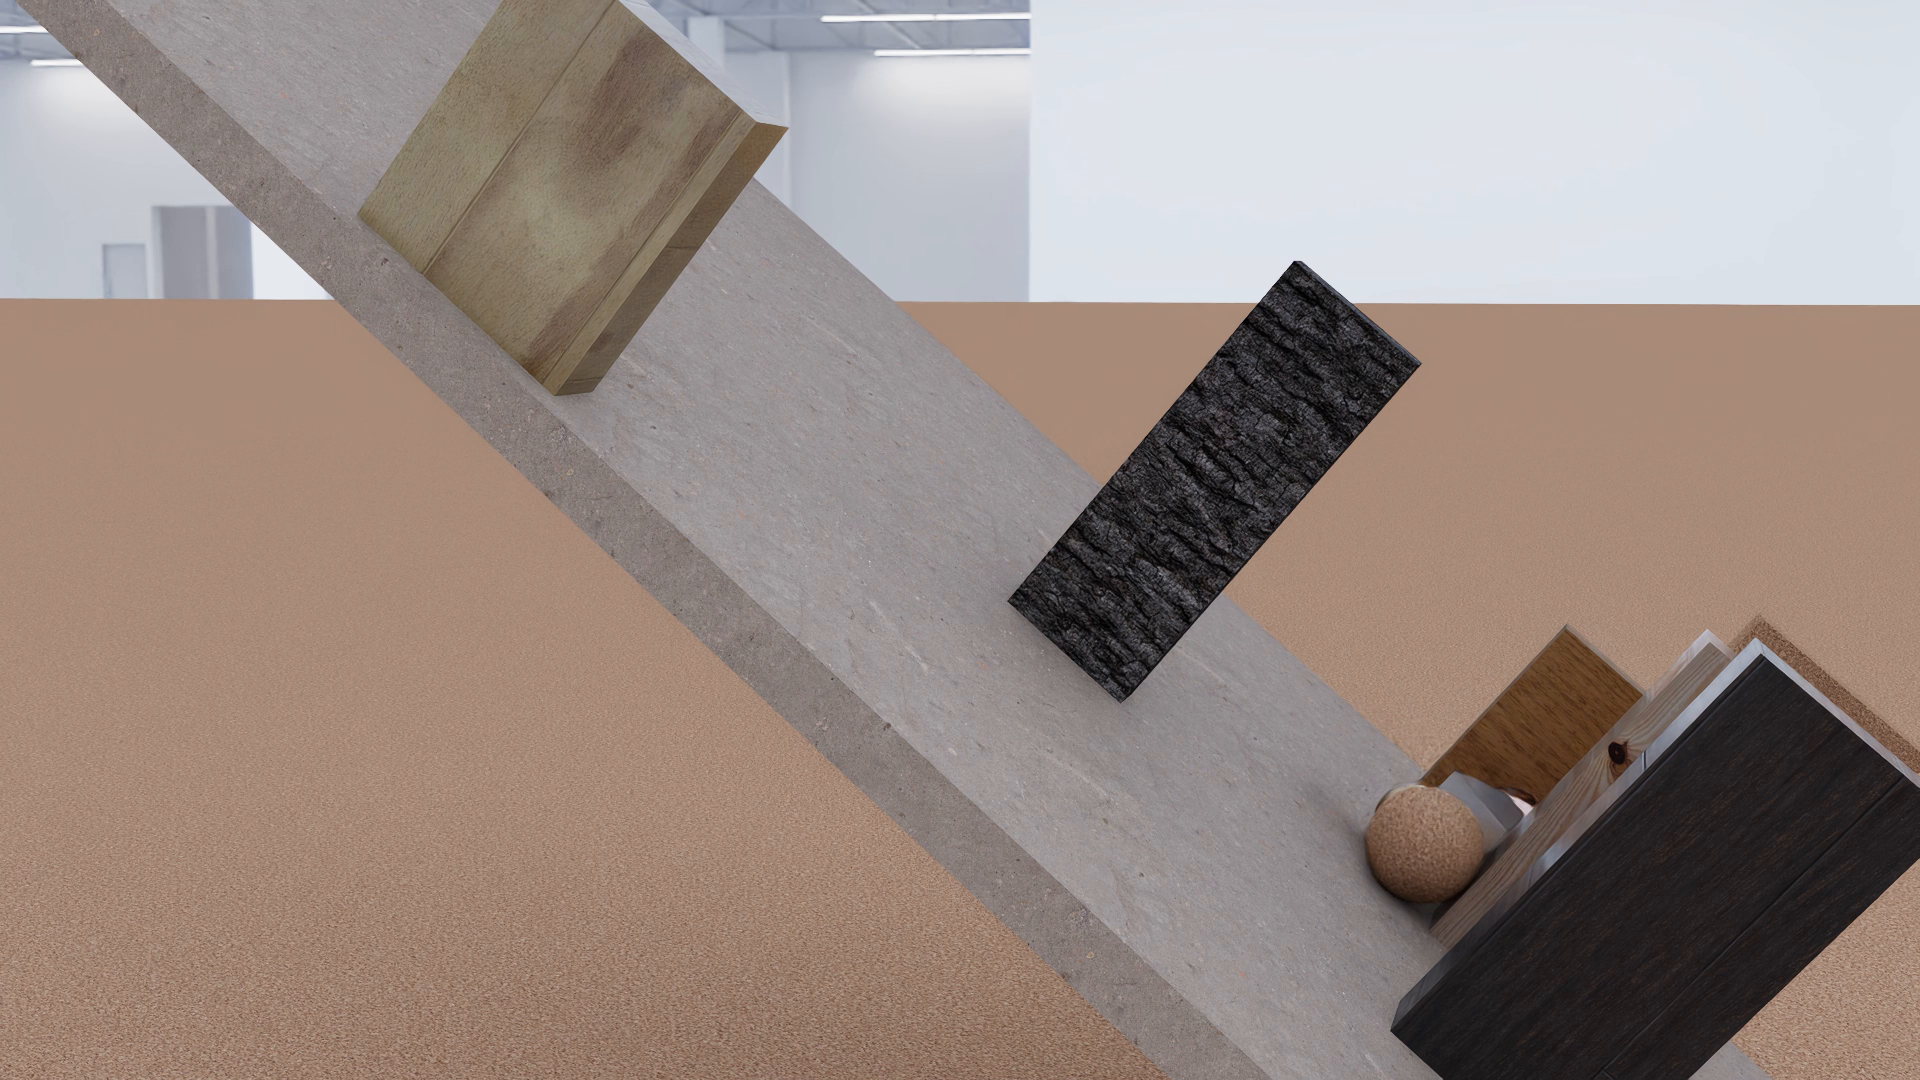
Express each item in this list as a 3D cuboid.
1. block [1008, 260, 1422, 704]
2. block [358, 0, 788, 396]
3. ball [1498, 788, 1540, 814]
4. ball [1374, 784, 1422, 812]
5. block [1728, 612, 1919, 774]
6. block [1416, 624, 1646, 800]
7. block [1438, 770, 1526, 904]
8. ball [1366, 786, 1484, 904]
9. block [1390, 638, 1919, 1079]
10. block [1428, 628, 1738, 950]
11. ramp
[{"bbox_3d":[0.426,-0.094,3.749,0.265,0.766,0.086,42,16,9],"label":"block"},{"bbox_3d":[-0.570,-0.539,3.216,0.414,0.503,0.123,42,16,9],"label":"block"},{"bbox_3d":[1.097,0.595,4.413,0.197,0.197,0.197,0,7,0],"label":"ball"},{"bbox_3d":[0.848,0.530,4.121,0.145,0.145,0.145,0,7,0],"label":"ball"},{"bbox_3d":[1.398,0.551,4.167,0.387,0.766,0.093,42,16,9],"label":"block"},{"bbox_3d":[1.253,0.494,4.523,0.432,0.475,0.080,42,16,9],"label":"block"},{"bbox_3d":[0.985,0.589,4.201,0.186,0.186,0.186,25,22,-41],"label":"block"},{"bbox_3d":[0.833,0.546,3.943,0.208,0.208,0.208,0,7,0],"label":"ball"},{"bbox_3d":[1.057,0.568,3.314,0.354,0.800,0.146,42,16,9],"label":"block"},{"bbox_3d":[1.205,0.548,3.853,0.368,0.710,0.143,42,16,9],"label":"block"},{"bbox_3d":[0.009,0.038,4.036,4.000,0.100,2.000,42,16,9],"label":"ramp"}]
